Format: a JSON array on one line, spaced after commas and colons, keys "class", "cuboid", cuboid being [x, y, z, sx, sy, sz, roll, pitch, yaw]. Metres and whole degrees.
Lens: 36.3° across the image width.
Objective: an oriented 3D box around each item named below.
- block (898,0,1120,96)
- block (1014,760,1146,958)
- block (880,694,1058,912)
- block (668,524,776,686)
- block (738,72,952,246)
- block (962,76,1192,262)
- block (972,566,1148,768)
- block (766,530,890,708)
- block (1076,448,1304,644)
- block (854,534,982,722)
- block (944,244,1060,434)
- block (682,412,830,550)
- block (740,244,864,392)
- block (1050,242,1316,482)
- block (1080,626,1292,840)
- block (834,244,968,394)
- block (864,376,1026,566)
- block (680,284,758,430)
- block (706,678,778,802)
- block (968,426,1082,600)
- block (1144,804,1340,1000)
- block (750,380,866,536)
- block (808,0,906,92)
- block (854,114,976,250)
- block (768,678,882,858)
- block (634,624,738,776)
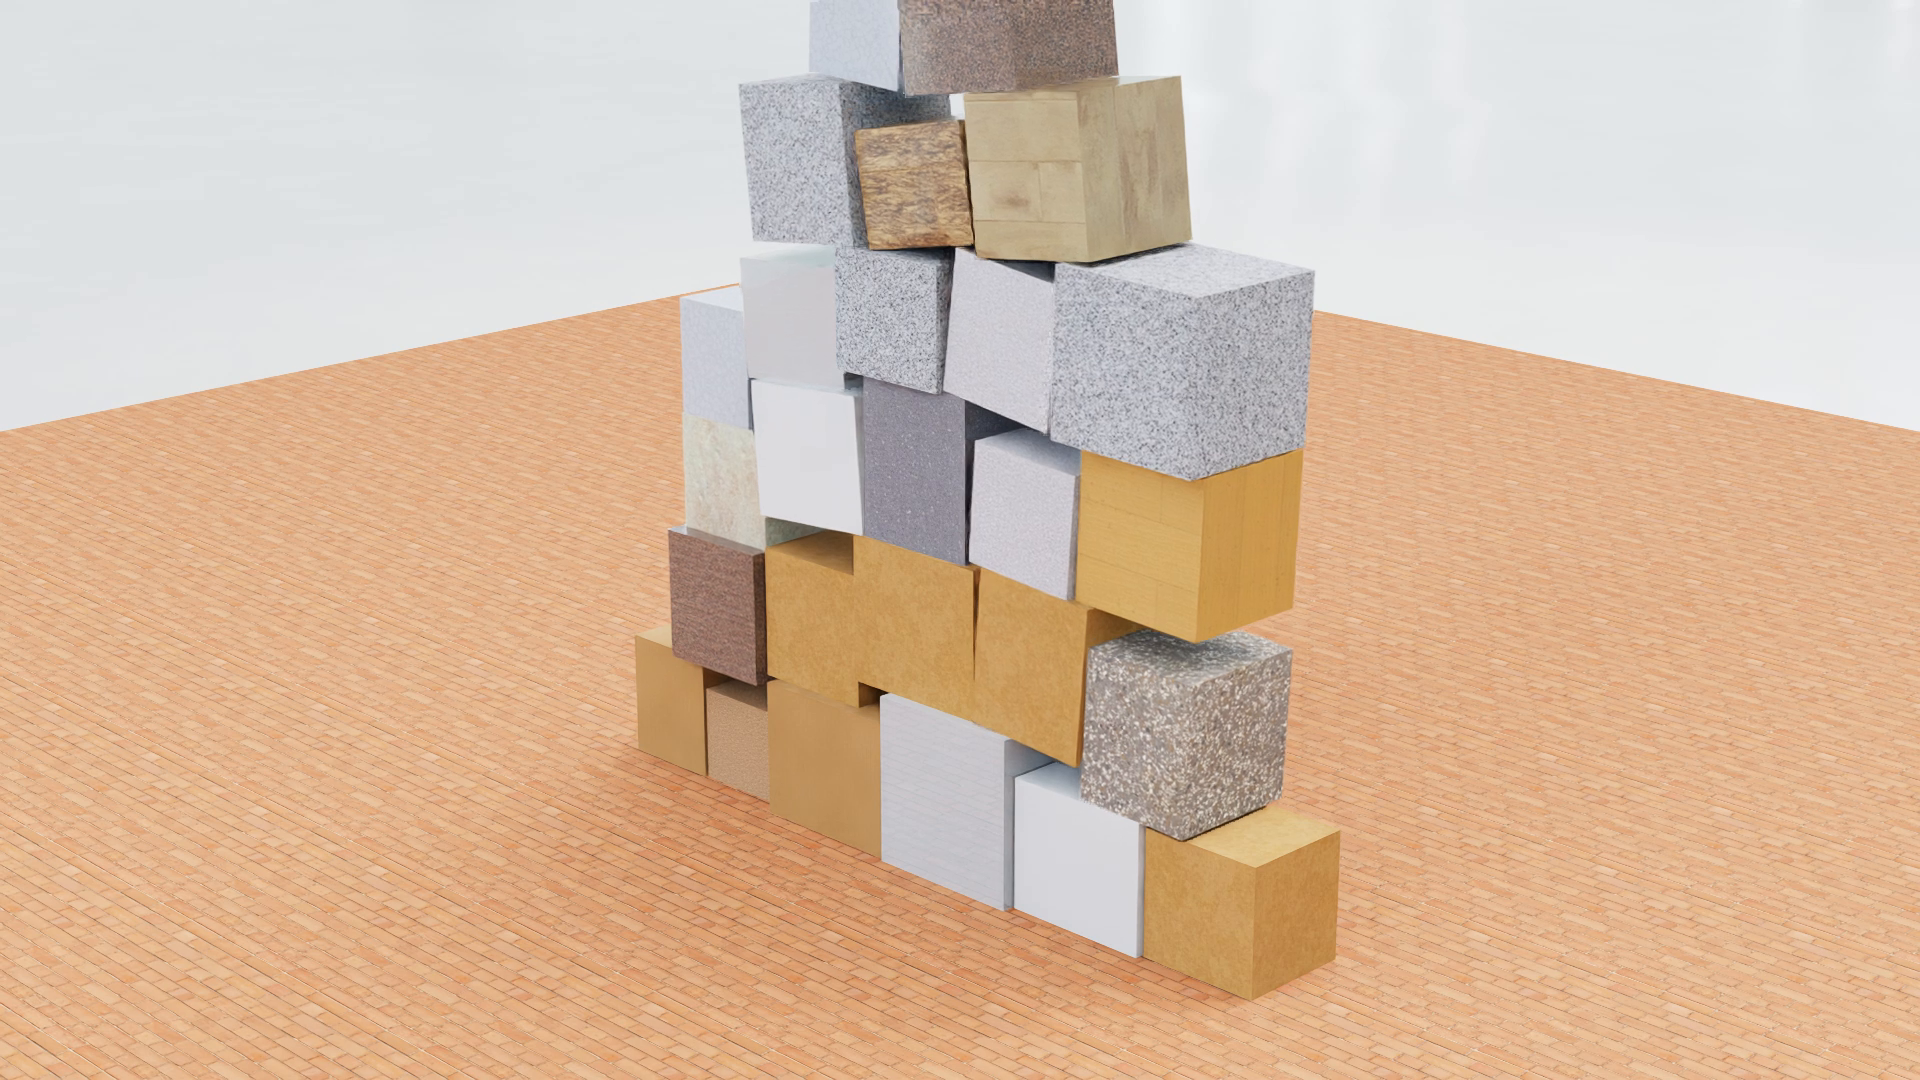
[{"class": "block", "cuboid": [0.192, -2.278, 12.433, 0.631, 0.696, 0.657, -17, 16, -43]}, {"class": "block", "cuboid": [0.743, 1.351, 13.000, 0.686, 0.627, 0.728, -17, 24, -42]}, {"class": "block", "cuboid": [0.207, 1.097, 13.498, 0.828, 0.814, 0.788, -17, 24, -42]}, {"class": "block", "cuboid": [-0.951, 0.248, 14.394, 0.701, 0.653, 0.627, -17, 23, -42]}, {"class": "block", "cuboid": [-0.500, -1.748, 13.304, 0.670, 0.713, 0.672, -17, 17, -42]}, {"class": "block", "cuboid": [0.496, -1.564, 12.302, 0.642, 0.690, 0.649, -17, 17, -42]}, {"class": "block", "cuboid": [0.532, 0.478, 12.914, 0.673, 0.730, 0.631, -17, 28, -42]}, {"class": "block", "cuboid": [-0.493, 0.347, 13.949, 0.578, 0.641, 0.637, -17, 24, -42]}, {"class": "block", "cuboid": [0.960, -0.060, 12.332, 0.632, 0.705, 0.673, -17, 26, -42]}, {"class": "block", "cuboid": [0.022, 0.323, 13.425, 0.665, 0.706, 0.769, -17, 24, -42]}, {"class": "block", "cuboid": [0.387, -0.913, 12.639, 0.609, 0.646, 0.620, -17, 31, -42]}, {"class": "block", "cuboid": [-0.935, -0.342, 14.225, 0.557, 0.573, 0.589, -17, 23, -42]}, {"class": "block", "cuboid": [-0.573, -1.047, 13.617, 0.560, 0.567, 0.665, -17, 20, -42]}, {"class": "block", "cuboid": [0.915, -0.761, 12.116, 0.732, 0.753, 0.769, -17, 25, -42]}, {"class": "block", "cuboid": [0.970, 0.788, 12.578, 0.662, 0.696, 0.578, -17, 27, -42]}, {"class": "block", "cuboid": [-0.097, -1.040, 13.095, 0.655, 0.565, 0.641, -17, 24, -42]}, {"class": "block", "cuboid": [0.024, -0.383, 13.220, 0.646, 0.764, 0.639, -17, 24, -42]}, {"class": "block", "cuboid": [-0.987, -0.892, 14.075, 0.507, 0.568, 0.477, -17, 23, -42]}, {"class": "block", "cuboid": [-0.864, 0.956, 14.529, 0.548, 0.465, 0.545, -17, 24, -42]}, {"class": "block", "cuboid": [0.491, -0.156, 12.759, 0.656, 0.557, 0.584, -17, 28, -42]}, {"class": "block", "cuboid": [1.202, 1.511, 12.531, 0.565, 0.603, 0.602, -17, 24, -42]}, {"class": "block", "cuboid": [-0.492, -0.446, 13.698, 0.613, 0.645, 0.704, -17, 20, -42]}, {"class": "block", "cuboid": [-0.280, -2.338, 12.900, 0.572, 0.584, 0.510, 21, 27, 41]}, {"class": "block", "cuboid": [0.011, -1.584, 12.826, 0.605, 0.524, 0.656, -17, 13, -42]}, {"class": "block", "cuboid": [-0.365, 0.999, 14.056, 0.770, 0.666, 0.797, -17, 24, -42]}, {"class": "block", "cuboid": [-1.230, 0.760, 14.893, 0.628, 0.619, 0.526, -17, 24, -42]}]
